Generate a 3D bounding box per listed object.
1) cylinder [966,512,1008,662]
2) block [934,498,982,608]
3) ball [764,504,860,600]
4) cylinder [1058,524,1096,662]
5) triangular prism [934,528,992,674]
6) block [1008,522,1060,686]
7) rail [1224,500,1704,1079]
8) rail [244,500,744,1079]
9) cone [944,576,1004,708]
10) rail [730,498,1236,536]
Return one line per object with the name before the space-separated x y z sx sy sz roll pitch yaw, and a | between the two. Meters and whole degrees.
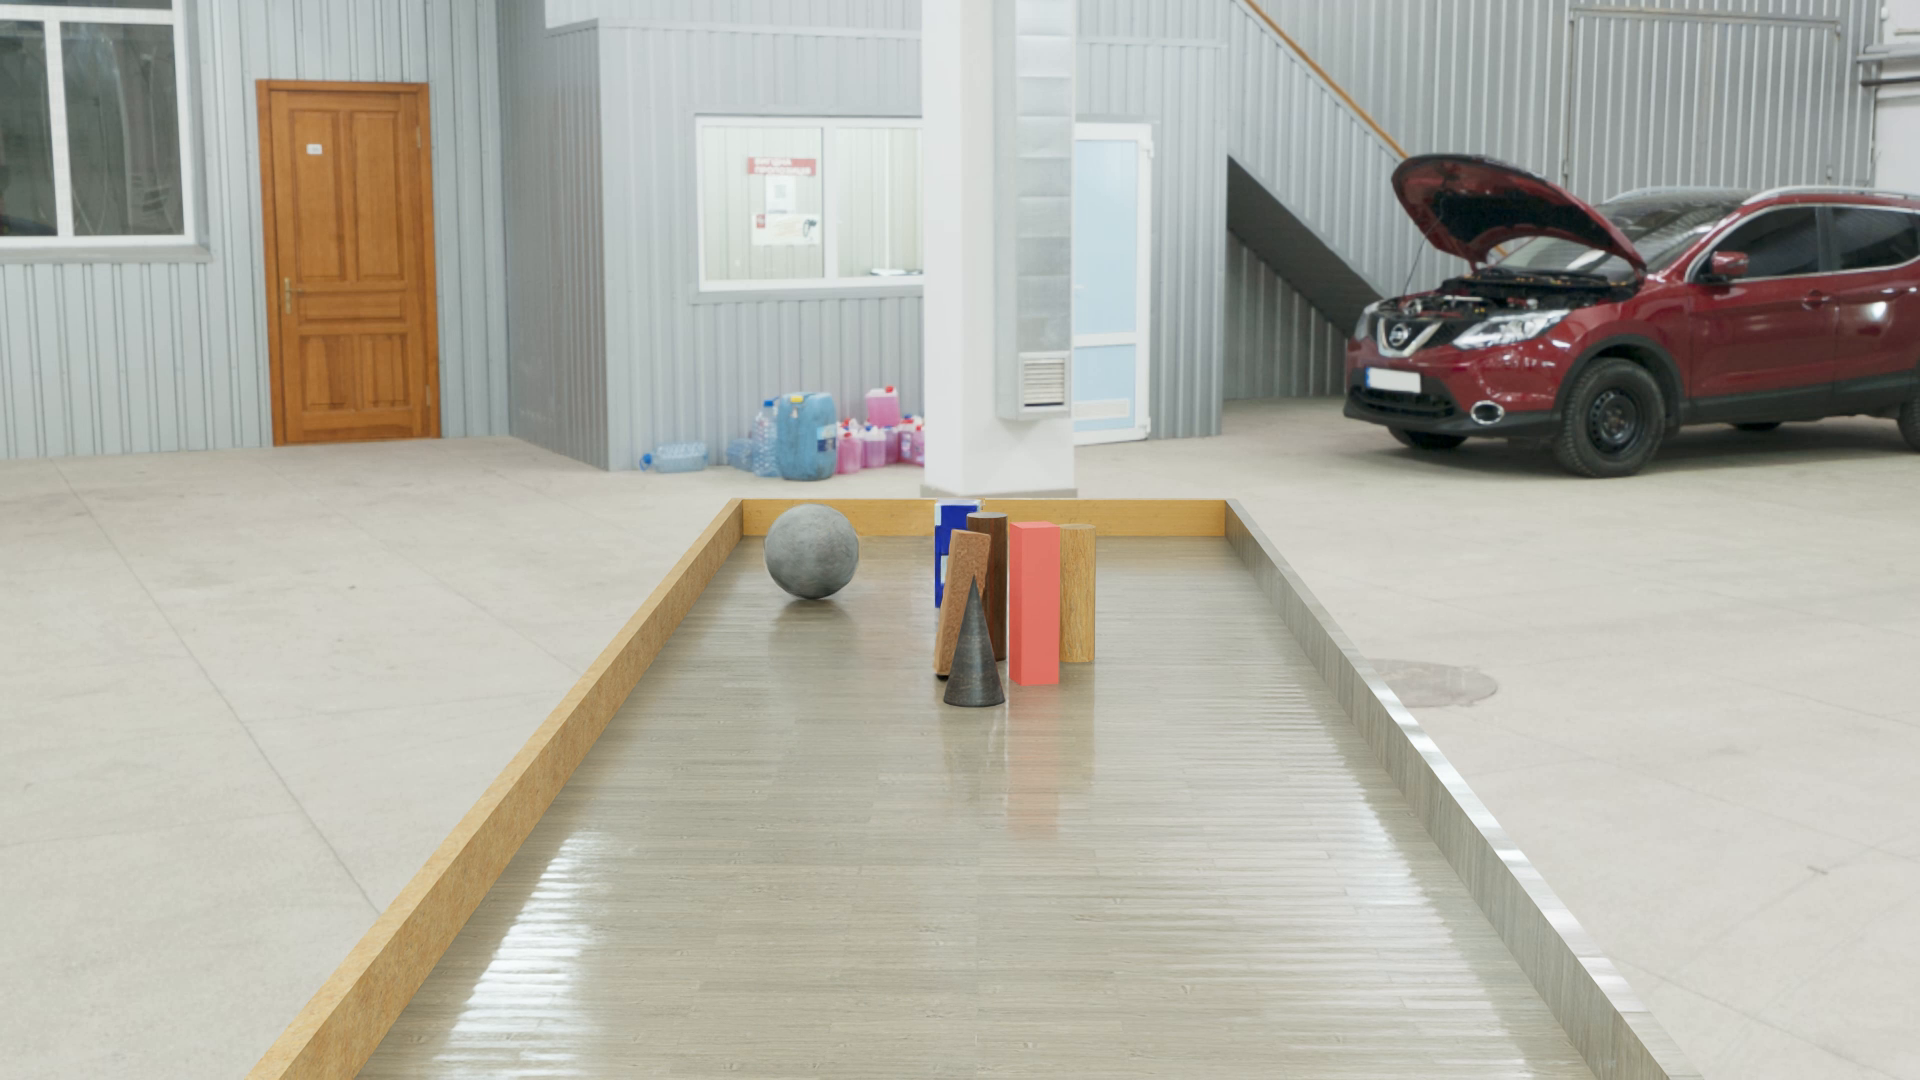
cylinder | 0.081 0.142 6.698 0.126 0.442 0.126 0 9 0
block | -0.006 0.046 7.582 0.145 0.355 0.145 2 9 7
ball | -0.518 0.039 7.689 0.336 0.336 0.336 0 9 0
cylinder | 0.352 0.161 6.693 0.120 0.408 0.120 0 9 0
triangular prism | -0.018 0.181 6.476 0.124 0.419 0.108 5 6 -37
block | 0.215 0.183 6.386 0.115 0.460 0.115 -3 9 -17
rail | 1.046 0.843 3.208 0.050 0.150 12.000 0 9 1
rail | -1.004 0.839 3.234 0.050 0.150 12.000 0 9 1
cone | 0.039 0.269 6.142 0.174 0.366 0.174 0 9 0
rail | 0.099 -0.098 9.147 2.100 0.150 0.050 0 9 1
